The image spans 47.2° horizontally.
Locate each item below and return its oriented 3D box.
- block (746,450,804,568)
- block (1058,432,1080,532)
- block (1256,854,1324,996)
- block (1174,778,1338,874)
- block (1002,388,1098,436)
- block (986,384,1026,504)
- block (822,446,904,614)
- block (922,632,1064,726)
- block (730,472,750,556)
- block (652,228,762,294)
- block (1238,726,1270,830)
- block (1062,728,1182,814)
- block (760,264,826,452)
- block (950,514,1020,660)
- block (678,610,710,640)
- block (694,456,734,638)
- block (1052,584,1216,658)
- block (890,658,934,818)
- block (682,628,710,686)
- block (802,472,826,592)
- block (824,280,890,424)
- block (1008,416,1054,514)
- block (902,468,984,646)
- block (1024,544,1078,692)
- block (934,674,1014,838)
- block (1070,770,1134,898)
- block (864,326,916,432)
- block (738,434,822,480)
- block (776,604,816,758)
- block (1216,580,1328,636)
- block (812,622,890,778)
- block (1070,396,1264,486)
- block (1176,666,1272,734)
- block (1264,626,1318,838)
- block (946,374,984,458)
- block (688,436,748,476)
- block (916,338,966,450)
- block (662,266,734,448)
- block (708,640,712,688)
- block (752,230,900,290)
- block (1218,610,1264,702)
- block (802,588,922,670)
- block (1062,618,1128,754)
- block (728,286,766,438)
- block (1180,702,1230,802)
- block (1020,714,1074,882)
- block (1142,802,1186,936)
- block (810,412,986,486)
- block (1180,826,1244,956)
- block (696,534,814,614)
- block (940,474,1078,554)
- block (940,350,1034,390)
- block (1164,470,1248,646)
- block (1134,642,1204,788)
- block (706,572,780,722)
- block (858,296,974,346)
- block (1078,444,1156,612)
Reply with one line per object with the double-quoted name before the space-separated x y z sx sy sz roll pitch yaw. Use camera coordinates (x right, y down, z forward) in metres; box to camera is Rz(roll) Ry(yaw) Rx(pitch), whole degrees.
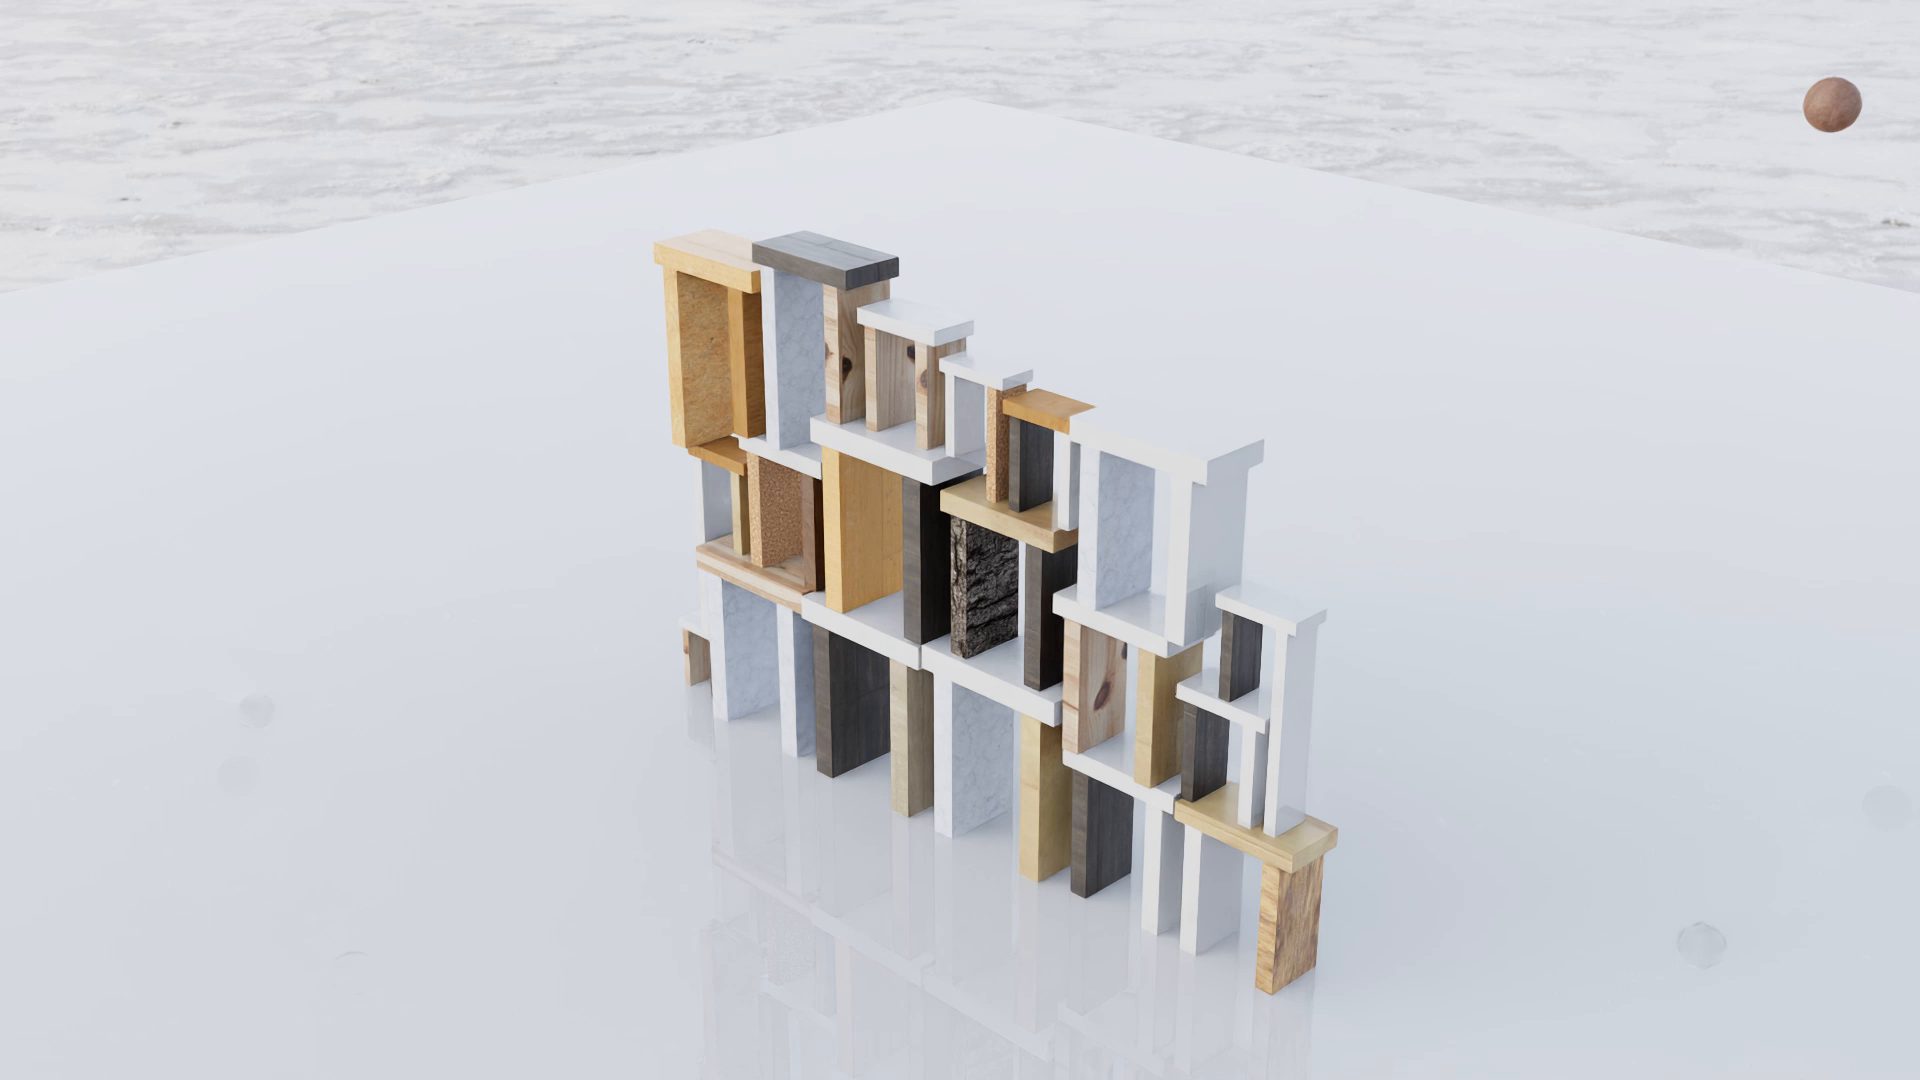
"block" -0.382 -0.079 4.612 0.127 0.254 0.036 -21 31 -41
"block" 0.217 -0.116 3.937 0.091 0.183 0.026 -21 31 -41
"block" 0.581 0.660 3.874 0.037 0.259 0.130 21 31 41
"block" 0.520 0.499 3.873 0.259 0.037 0.130 21 31 41
"block" 0.174 -0.229 3.936 0.091 0.026 0.183 -21 31 -41
"block" 0.086 -0.185 4.048 0.081 0.223 0.023 -21 31 -41
"block" -0.193 -0.043 4.413 0.048 0.348 0.171 21 31 41
"block" 0.111 0.250 4.214 0.349 0.049 0.175 21 31 41
"block" -0.440 -0.069 4.674 0.026 0.186 0.093 21 31 41
"block" -0.468 -0.573 4.498 0.314 0.044 0.157 21 31 41
"block" 0.528 0.397 3.821 0.027 0.193 0.097 21 31 41
"block" 0.333 0.418 4.046 0.133 0.038 0.266 -21 31 -40
"block" -0.328 -0.377 4.413 0.138 0.379 0.039 -21 31 -40
"block" 0.048 0.070 4.205 0.144 0.288 0.041 -21 31 -41
"block" -0.559 0.193 4.920 0.070 0.020 0.140 -21 31 -40
"block" -0.528 0.005 4.801 0.026 0.421 0.093 21 31 41
"block" 0.311 0.133 3.934 0.268 0.038 0.134 21 31 41
"block" -0.061 0.373 4.443 0.049 0.343 0.171 21 31 41
"block" -0.592 0.254 4.982 0.020 0.140 0.070 21 31 41
"block" -0.262 -0.032 4.502 0.127 0.254 0.036 -21 31 -41
"block" -0.198 -0.374 4.273 0.039 0.275 0.138 21 31 41
"block" 0.131 -0.149 4.016 0.091 0.183 0.026 -21 31 -41
"block" -0.032 0.017 4.264 0.048 0.341 0.171 21 31 41
"block" 0.184 0.123 4.080 0.144 0.288 0.041 -21 31 -41
"block" 0.029 0.401 4.368 0.175 0.349 0.049 -21 31 -41
"block" 0.270 0.533 4.164 0.038 0.266 0.133 21 31 41
"block" -0.134 -0.322 4.234 0.030 0.209 0.104 21 31 41
"block" -0.322 -0.189 4.501 0.127 0.036 0.254 -21 31 -40
"block" -0.302 0.273 4.674 0.049 0.346 0.173 21 31 41
"block" 0.524 0.113 3.706 0.169 0.024 0.085 21 31 41
"block" -0.223 0.310 4.592 0.049 0.343 0.171 21 31 41
"block" 0.352 -0.173 3.768 0.305 0.043 0.153 21 31 41
"block" 0.482 0.277 3.820 0.194 0.027 0.097 21 31 41
"block" 0.564 0.320 3.750 0.024 0.390 0.085 21 31 41
"block" 0.010 -0.242 4.107 0.023 0.162 0.081 21 31 41
"block" -0.484 -0.184 4.673 0.186 0.026 0.093 21 31 41
"block" -0.035 -0.283 4.143 0.030 0.209 0.104 21 31 41
"block" -0.542 -0.401 4.650 0.044 0.391 0.157 21 31 41
"block" -0.526 0.280 4.921 0.020 0.140 0.070 21 31 41
"block" -0.263 -0.545 4.272 0.138 0.039 0.275 -21 31 -40
"block" 0.484 0.187 3.781 0.024 0.169 0.085 21 31 41
"block" -0.142 0.161 4.441 0.171 0.049 0.343 -21 31 -41
"block" 0.250 0.249 4.053 0.038 0.268 0.134 21 31 40
"block" -0.394 -0.379 4.499 0.157 0.314 0.044 -21 31 -40
"block" 0.437 0.361 3.905 0.027 0.194 0.097 21 31 41
"block" 0.193 0.466 4.216 0.049 0.349 0.175 21 31 41
"block" 0.396 0.582 4.048 0.038 0.266 0.133 21 31 41
"block" -0.112 -0.194 4.262 0.341 0.048 0.171 21 31 41
"block" 0.459 0.612 3.987 0.037 0.259 0.130 21 31 41
"block" -0.384 0.060 4.672 0.346 0.049 0.173 21 31 41
"block" 0.116 -0.054 4.079 0.144 0.041 0.288 -21 31 -41
"block" 0.048 -0.312 4.035 0.081 0.023 0.162 -21 31 -41
"block" 0.422 0.016 3.770 0.043 0.305 0.153 22 31 40
"block" 0.373 0.298 3.935 0.134 0.268 0.038 -21 31 -41
"block" -0.465 0.210 4.824 0.049 0.346 0.173 21 31 41
"block" -0.084 -0.412 4.142 0.209 0.030 0.104 21 31 41
"block" 0.278 -0.040 3.903 0.043 0.305 0.153 21 31 41
